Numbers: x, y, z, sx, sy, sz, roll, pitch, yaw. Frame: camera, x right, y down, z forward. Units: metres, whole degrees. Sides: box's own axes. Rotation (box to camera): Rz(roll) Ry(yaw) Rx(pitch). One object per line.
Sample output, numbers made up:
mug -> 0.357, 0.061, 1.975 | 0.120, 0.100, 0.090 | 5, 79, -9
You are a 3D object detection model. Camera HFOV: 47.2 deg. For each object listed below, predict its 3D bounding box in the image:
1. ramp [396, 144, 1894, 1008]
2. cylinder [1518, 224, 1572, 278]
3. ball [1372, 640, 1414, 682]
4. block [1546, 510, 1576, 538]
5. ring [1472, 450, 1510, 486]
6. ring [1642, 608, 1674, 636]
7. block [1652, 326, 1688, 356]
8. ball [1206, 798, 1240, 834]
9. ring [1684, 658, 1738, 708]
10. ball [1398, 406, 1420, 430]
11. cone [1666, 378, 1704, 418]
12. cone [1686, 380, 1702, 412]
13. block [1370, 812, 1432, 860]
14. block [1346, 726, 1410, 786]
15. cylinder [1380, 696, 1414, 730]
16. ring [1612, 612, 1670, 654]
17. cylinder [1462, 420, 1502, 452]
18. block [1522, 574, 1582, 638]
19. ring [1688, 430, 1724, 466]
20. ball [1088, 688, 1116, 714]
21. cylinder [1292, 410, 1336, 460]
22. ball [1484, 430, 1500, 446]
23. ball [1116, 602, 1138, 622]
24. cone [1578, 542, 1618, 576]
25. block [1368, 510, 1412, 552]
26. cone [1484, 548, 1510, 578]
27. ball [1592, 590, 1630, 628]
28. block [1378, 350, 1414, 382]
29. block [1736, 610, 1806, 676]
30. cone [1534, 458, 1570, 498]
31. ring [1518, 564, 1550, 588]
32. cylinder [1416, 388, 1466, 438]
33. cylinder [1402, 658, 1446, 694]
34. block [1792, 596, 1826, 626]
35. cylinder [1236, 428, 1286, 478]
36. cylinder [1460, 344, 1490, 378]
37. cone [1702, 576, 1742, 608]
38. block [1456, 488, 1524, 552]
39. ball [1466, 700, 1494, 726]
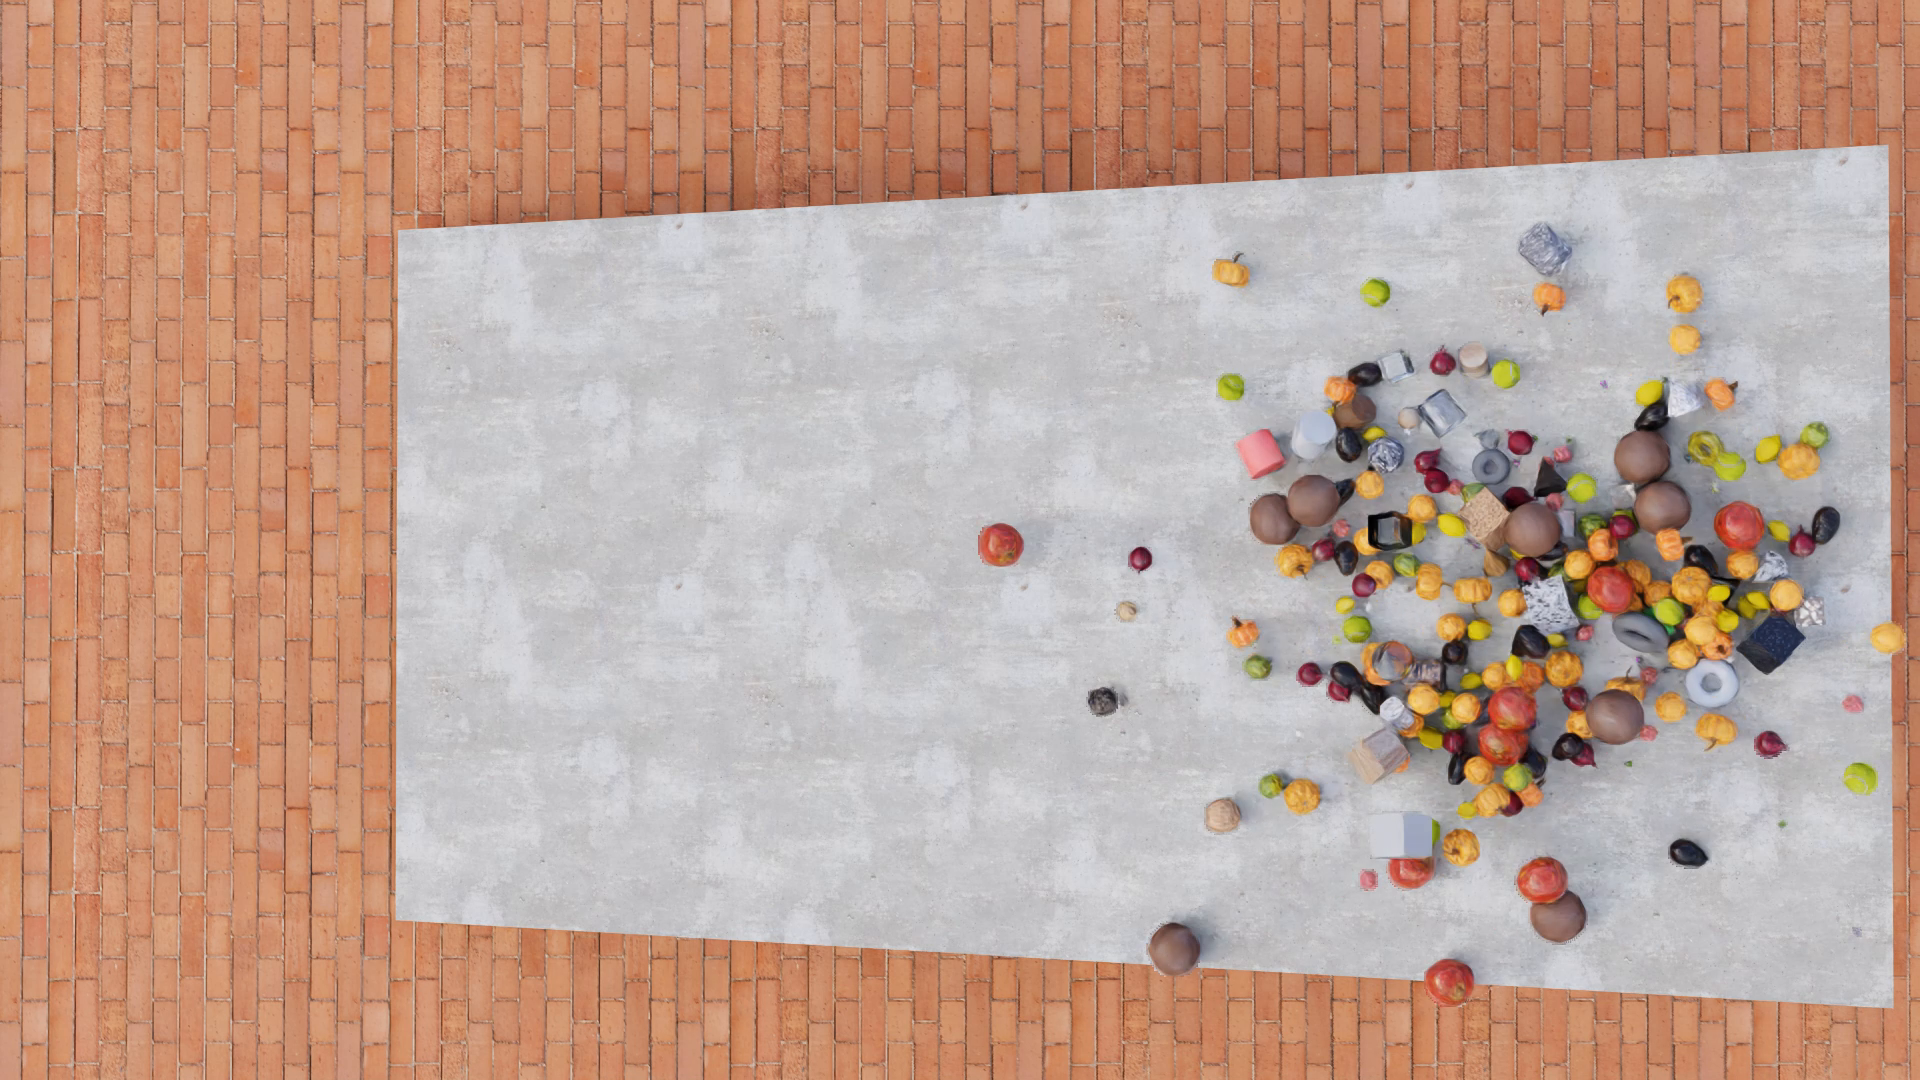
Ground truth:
ramp -> 0.278, 0.092, 5.781 | 4.000, 0.100, 2.000 | 0, 89, 19
cylinder -> 1.407, -0.697, 5.289 | 0.092, 0.092, 0.092 | 38, 89, -20
ball -> 1.037, 0.291, 5.272 | 0.099, 0.099, 0.099 | 0, 89, 0
block -> 1.450, -0.040, 5.300 | 0.064, 0.064, 0.064 | -1, 89, 19
ring -> 1.297, -0.178, 5.371 | 0.091, 0.030, 0.091 | -1, 88, 18
ring -> 1.654, 0.197, 5.213 | 0.028, 0.083, 0.083 | -37, 89, -31
block -> 1.687, -0.472, 5.228 | 0.054, 0.054, 0.054 | -4, 109, 43
ball -> 0.663, 0.696, 5.543 | 0.088, 0.088, 0.088 | 0, 89, 0
ring -> 1.776, 0.338, 5.196 | 0.122, 0.041, 0.122 | 0, 89, 19
ball -> 1.107, -0.301, 5.424 | 0.056, 0.056, 0.056 | 0, 89, 0
cone -> 1.686, -0.344, 5.160 | 0.088, 0.088, 0.088 | -23, 94, 0
cone -> 1.736, -0.352, 5.224 | 0.072, 0.072, 0.072 | 24, 69, 0
block -> 1.038, 0.697, 5.173 | 0.100, 0.100, 0.100 | 10, 75, -37
block -> 1.011, 0.522, 5.314 | 0.090, 0.090, 0.090 | -25, 69, -31
cylinder -> 1.065, 0.424, 5.359 | 0.062, 0.062, 0.062 | -53, 132, -1
ring -> 1.610, 0.220, 5.203 | 0.137, 0.137, 0.046 | 32, 69, 0
cylinder -> 1.277, -0.256, 5.383 | 0.076, 0.076, 0.076 | 0, 91, -7
block -> 1.418, 0.158, 5.269 | 0.096, 0.096, 0.096 | -21, 55, 22
ring -> 1.761, -0.216, 5.191 | 0.031, 0.093, 0.093 | -34, 89, -31
ball -> 0.367, 0.415, 5.657 | 0.071, 0.071, 0.071 | 0, 89, 0
cylinder -> 0.878, -0.261, 5.463 | 0.092, 0.092, 0.092 | 2, 68, -4
ball -> 1.291, -0.247, 5.363 | 0.050, 0.050, 0.050 | 0, 89, 0
ball -> 0.429, 0.183, 5.649 | 0.052, 0.052, 0.052 | 0, 89, 0
cone -> 1.522, 0.057, 5.288 | 0.085, 0.085, 0.085 | 16, 67, -40
block -> 1.054, -0.021, 5.390 | 0.075, 0.075, 0.075 | -13, 69, 42
cone -> 1.288, 0.043, 5.326 | 0.068, 0.068, 0.068 | -37, 126, 0
ball -> 1.561, 0.166, 5.276 | 0.090, 0.090, 0.090 | 0, 89, 0
block -> 1.076, -0.430, 5.426 | 0.061, 0.061, 0.061 | -21, 80, 29
block -> 1.885, 0.240, 5.115 | 0.093, 0.093, 0.093 | -42, 76, -15
cone -> 1.411, -0.159, 5.287 | 0.086, 0.086, 0.086 | -9, 72, 0
ring -> 1.394, 0.096, 5.337 | 0.077, 0.026, 0.077 | -1, 88, 18
cylinder -> 1.178, -0.311, 5.383 | 0.088, 0.088, 0.088 | -36, 79, 0
cylinder -> 1.137, 0.333, 5.384 | 0.090, 0.090, 0.090 | -1, 89, 22
block -> 1.975, 0.167, 5.118 | 0.065, 0.065, 0.065 | -4, 88, 19
cylinder -> 0.755, -0.217, 5.519 | 0.092, 0.092, 0.092 | -25, 76, 0
cylinder -> 1.255, -0.436, 5.361 | 0.065, 0.065, 0.065 | -7, 67, 17
cone -> 1.784, 0.106, 5.177 | 0.080, 0.080, 0.080 | 32, 89, 18
block -> 1.282, -0.048, 5.323 | 0.099, 0.099, 0.099 | -43, 55, 13
ball -> 1.266, 0.421, 5.355 | 0.066, 0.066, 0.066 | 0, 89, 0
